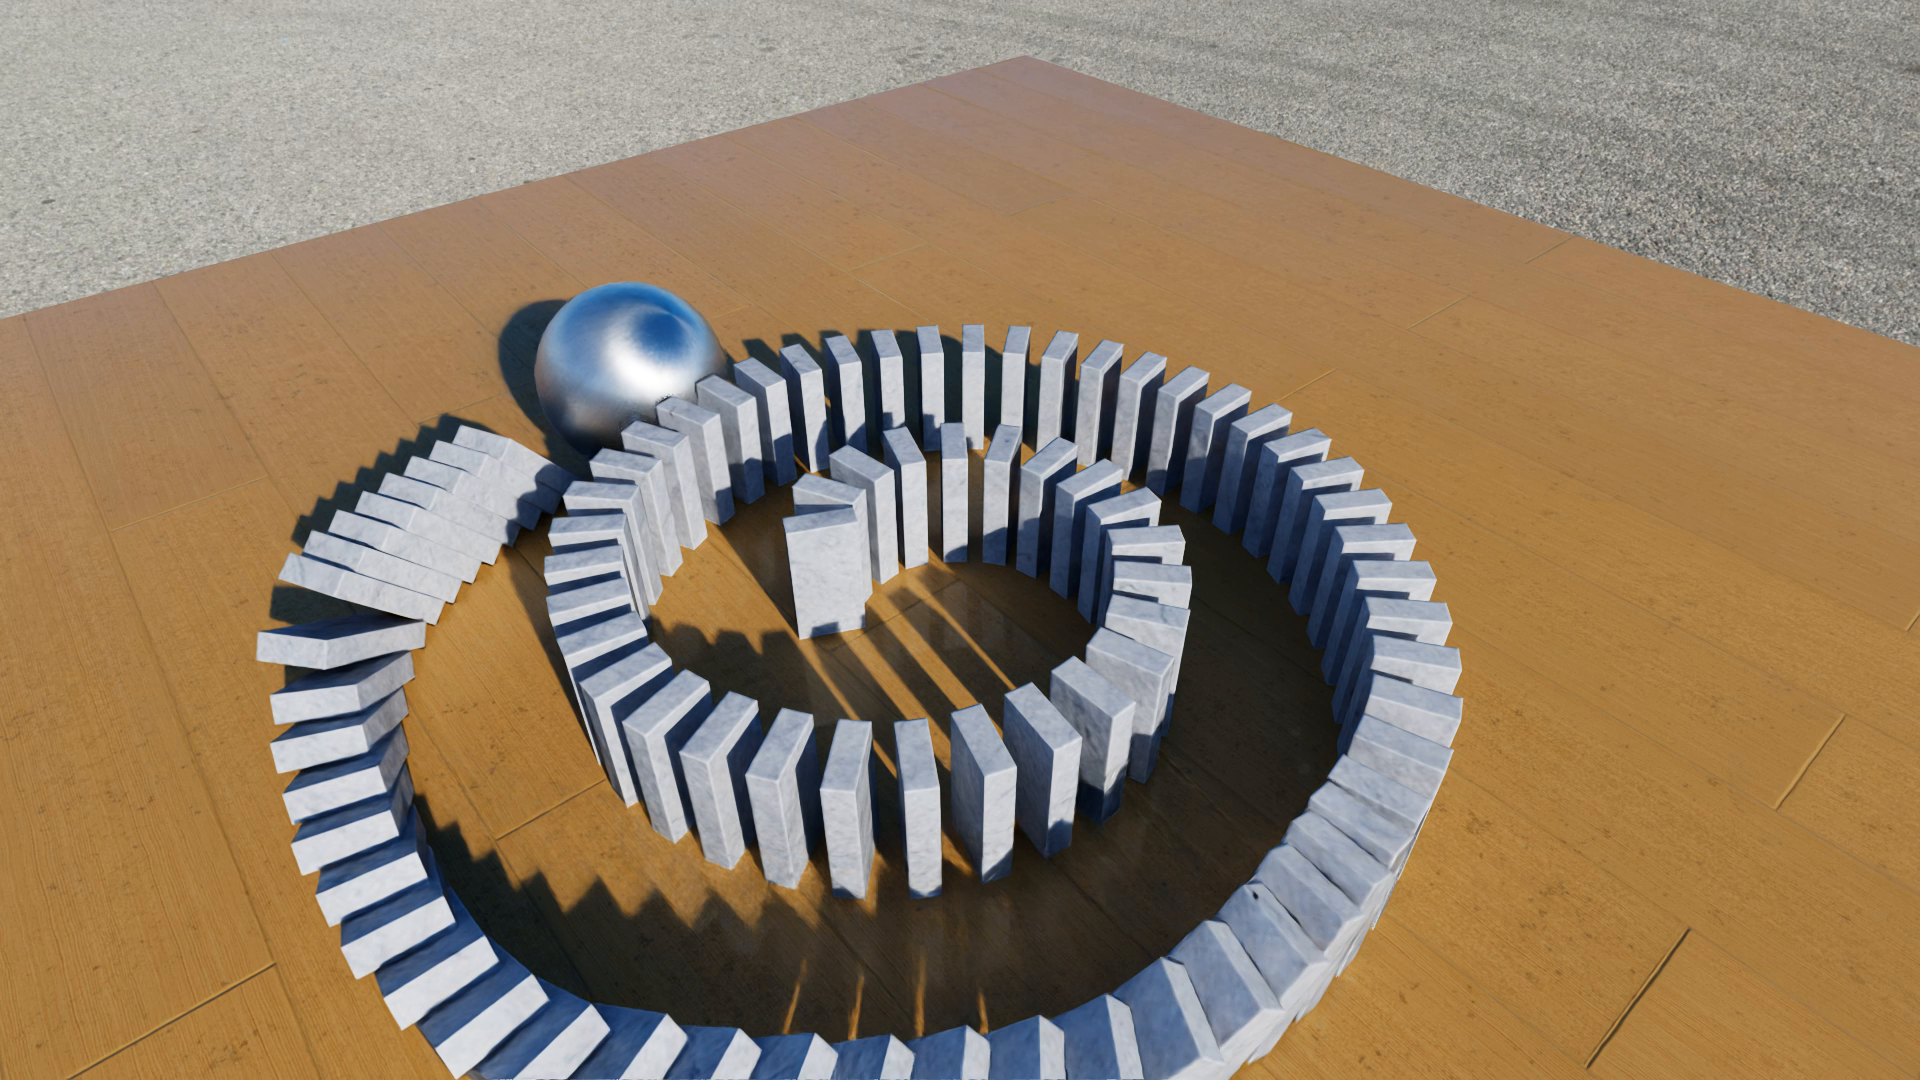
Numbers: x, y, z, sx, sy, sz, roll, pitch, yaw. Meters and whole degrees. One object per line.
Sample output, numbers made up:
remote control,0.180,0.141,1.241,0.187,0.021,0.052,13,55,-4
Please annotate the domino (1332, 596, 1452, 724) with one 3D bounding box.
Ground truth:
domino,0.141,0.041,0.361,0.025,0.050,0.009,4,40,5

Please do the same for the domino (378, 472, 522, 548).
domino,-0.198,-0.011,0.428,0.025,0.050,0.010,15,78,17

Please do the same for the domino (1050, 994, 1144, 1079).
domino,0.020,0.130,0.260,0.050,0.010,0.025,-36,33,23

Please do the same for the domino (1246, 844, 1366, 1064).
domino,0.079,0.106,0.283,0.009,0.050,0.025,3,30,-42

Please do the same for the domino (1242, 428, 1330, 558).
domino,0.128,-0.018,0.434,0.025,0.050,0.009,-17,42,-20

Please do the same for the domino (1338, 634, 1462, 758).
domino,0.137,0.053,0.347,0.025,0.050,0.010,9,40,11

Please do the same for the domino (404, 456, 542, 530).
domino,-0.192,-0.018,0.437,0.025,0.050,0.009,15,79,18

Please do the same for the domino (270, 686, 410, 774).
domino,-0.196,0.060,0.351,0.025,0.009,0.050,-11,8,-13

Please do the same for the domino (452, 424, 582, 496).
domino,-0.182,-0.031,0.453,0.025,0.050,0.010,15,79,18

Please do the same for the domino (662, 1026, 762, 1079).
domino,-0.073,0.131,0.264,0.050,0.009,0.025,-17,28,35

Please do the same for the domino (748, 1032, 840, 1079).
domino,-0.054,0.133,0.261,0.050,0.009,0.025,-20,29,32

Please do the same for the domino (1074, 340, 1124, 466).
domino,0.061,-0.060,0.485,0.010,0.050,0.025,19,43,22

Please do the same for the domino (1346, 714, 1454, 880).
domino,0.122,0.075,0.320,0.025,0.050,0.009,22,44,24

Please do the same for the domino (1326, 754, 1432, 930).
domino,0.111,0.085,0.308,0.025,0.050,0.010,27,46,29

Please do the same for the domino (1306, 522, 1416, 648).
domino,0.142,0.017,0.391,0.025,0.050,0.009,-3,39,-3

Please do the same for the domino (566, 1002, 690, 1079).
domino,-0.091,0.127,0.268,0.050,0.009,0.025,-14,27,39

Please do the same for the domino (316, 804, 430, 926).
domino,-0.166,0.091,0.313,0.025,0.010,0.050,-22,12,-24

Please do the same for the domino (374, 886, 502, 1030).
domino,-0.141,0.109,0.291,0.025,0.009,0.050,-29,15,-31

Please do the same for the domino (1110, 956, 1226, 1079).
domino,0.037,0.126,0.264,0.009,0.050,0.025,32,23,-35

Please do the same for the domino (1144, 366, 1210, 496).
domino,0.092,-0.046,0.468,0.010,0.050,0.025,28,47,30

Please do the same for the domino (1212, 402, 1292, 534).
domino,0.118,-0.028,0.446,0.025,0.050,0.009,-25,45,-27

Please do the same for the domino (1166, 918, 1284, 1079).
domino,0.053,0.120,0.270,0.010,0.050,0.025,24,22,-39

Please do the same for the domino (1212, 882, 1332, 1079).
domino,0.067,0.113,0.276,0.010,0.050,0.025,15,25,-41

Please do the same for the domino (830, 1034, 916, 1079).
domino,-0.036,0.134,0.259,0.050,0.010,0.025,-23,30,29

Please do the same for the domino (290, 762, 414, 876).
domino,-0.178,0.081,0.325,0.025,0.010,0.050,-18,11,-20

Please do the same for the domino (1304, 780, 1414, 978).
domino,0.101,0.092,0.298,0.010,0.050,0.025,-24,44,-38

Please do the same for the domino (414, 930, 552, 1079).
domino,-0.126,0.117,0.281,0.025,0.009,0.050,-35,18,-34

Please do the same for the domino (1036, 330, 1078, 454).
domino,0.043,-0.065,0.491,0.009,0.050,0.025,13,41,16

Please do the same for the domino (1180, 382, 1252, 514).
domino,0.106,-0.038,0.458,0.025,0.050,0.010,-31,48,-32

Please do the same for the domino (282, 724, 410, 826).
domino,-0.187,0.071,0.338,0.025,0.010,0.050,-15,10,-18

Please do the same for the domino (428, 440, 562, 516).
domino,-0.187,-0.025,0.445,0.025,0.050,0.009,15,79,18

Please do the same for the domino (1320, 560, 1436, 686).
domino,0.142,0.029,0.376,0.025,0.050,0.010,1,39,1

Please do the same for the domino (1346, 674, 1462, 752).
domino,0.131,0.065,0.333,0.025,0.050,0.010,15,42,18

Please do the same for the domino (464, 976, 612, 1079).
domino,-0.110,0.123,0.273,0.050,0.009,0.025,-8,25,47

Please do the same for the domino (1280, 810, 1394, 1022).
domino,0.091,0.099,0.290,0.009,0.050,0.025,-11,37,-41

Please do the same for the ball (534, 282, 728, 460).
ball,-0.140,-0.070,0.474,0.080,0.080,0.080,0,39,0

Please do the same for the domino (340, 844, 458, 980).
domino,-0.154,0.100,0.301,0.025,0.009,0.050,-24,13,-27

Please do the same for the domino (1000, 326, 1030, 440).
domino,0.025,-0.068,0.494,0.009,0.050,0.025,5,40,7

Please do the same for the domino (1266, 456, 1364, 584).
domino,0.135,-0.007,0.420,0.025,0.050,0.009,-11,41,-13

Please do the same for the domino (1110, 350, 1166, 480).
domino,0.077,-0.053,0.477,0.010,0.050,0.025,24,45,26

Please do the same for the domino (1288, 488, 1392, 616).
domino,0.139,0.005,0.405,0.025,0.050,0.010,-6,40,-8

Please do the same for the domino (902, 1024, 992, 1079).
domino,-0.017,0.134,0.258,0.050,0.010,0.025,-27,31,26

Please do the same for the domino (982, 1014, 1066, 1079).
domino,0.002,0.133,0.258,0.050,0.009,0.025,-31,32,25
